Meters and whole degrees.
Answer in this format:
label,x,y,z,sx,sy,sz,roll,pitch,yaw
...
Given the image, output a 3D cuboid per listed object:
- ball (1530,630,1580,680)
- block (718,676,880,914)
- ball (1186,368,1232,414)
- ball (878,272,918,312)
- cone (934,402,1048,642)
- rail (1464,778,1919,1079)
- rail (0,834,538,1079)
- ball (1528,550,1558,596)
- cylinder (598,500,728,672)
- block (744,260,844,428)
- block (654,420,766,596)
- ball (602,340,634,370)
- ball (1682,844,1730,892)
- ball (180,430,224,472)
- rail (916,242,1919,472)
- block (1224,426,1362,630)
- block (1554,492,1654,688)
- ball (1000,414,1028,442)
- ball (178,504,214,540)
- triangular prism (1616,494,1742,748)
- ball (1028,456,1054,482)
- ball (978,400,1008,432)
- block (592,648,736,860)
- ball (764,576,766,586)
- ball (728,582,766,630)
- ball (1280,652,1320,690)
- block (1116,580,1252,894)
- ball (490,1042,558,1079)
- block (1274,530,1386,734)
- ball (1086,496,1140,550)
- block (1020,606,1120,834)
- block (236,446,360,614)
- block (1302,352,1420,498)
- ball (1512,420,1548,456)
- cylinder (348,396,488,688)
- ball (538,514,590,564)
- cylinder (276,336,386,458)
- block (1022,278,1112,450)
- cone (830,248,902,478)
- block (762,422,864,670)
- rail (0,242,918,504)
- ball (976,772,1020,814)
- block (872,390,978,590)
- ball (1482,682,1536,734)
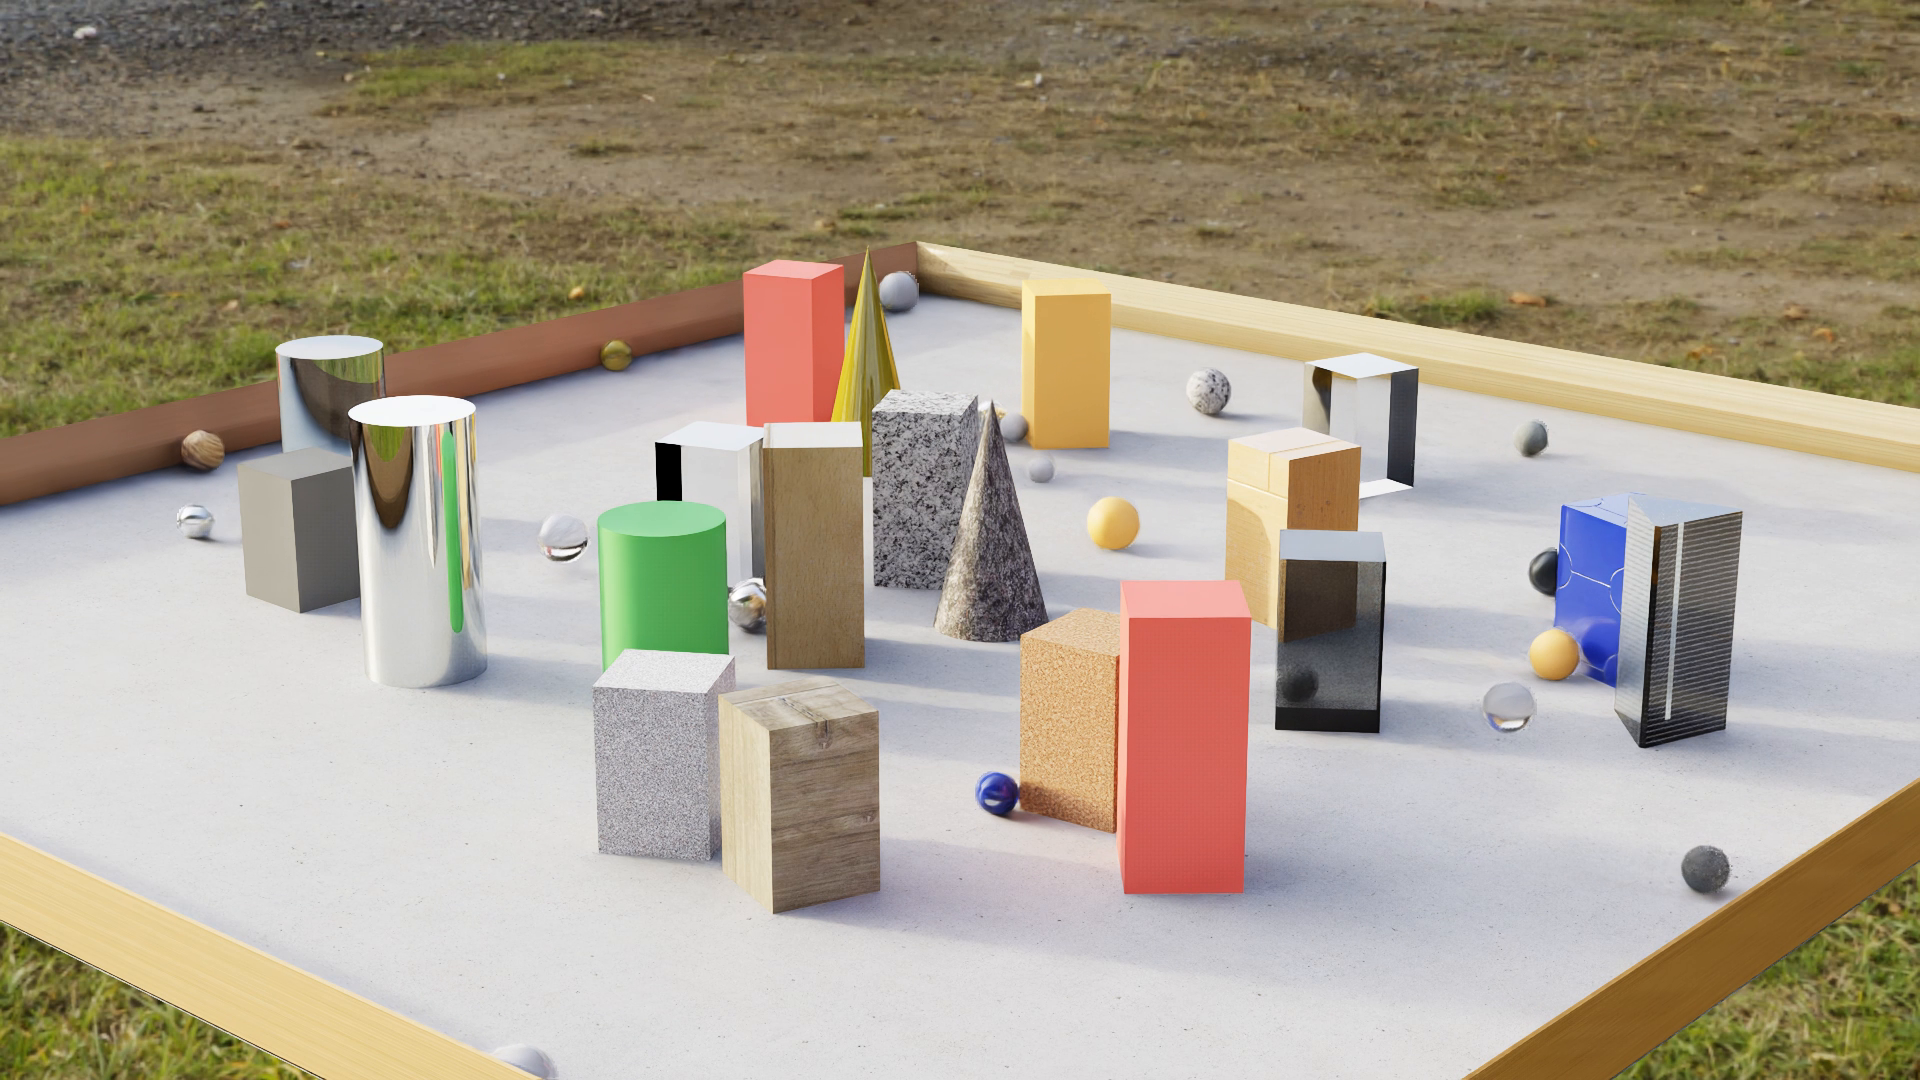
label,x,y,z,sx,sy,sz,roll,pitch,yaw
ball,0.955,0.184,4.705,0.080,0.080,0.080,0,17,0
block,-0.213,0.336,3.896,0.158,0.255,0.158,-9,19,-27
ball,0.538,-0.321,6.347,0.099,0.099,0.099,0,17,0
ball,-0.154,-0.621,7.344,0.099,0.099,0.099,0,17,0
cone,0.053,-0.047,4.924,0.198,0.396,0.198,0,17,0
rail,1.318,0.362,4.024,0.045,0.128,3.733,14,22,39
rail,-1.208,0.434,3.788,3.540,0.128,0.045,14,22,39
ball,1.033,0.057,5.125,0.079,0.079,0.079,0,17,0
cylinder,-0.460,0.111,4.563,0.198,0.301,0.198,0,17,0
block,-0.350,-0.408,6.220,0.158,0.338,0.158,7,18,22
block,-0.422,-0.048,5.126,0.158,0.279,0.158,7,18,21
ball,-0.787,-0.425,6.737,0.073,0.073,0.073,0,17,0
ball,0.991,0.436,3.894,0.064,0.064,0.064,0,17,0
ball,-1.527,-0.180,5.906,0.084,0.084,0.084,0,17,0
rail,1.208,-0.369,6.452,3.540,0.128,0.045,14,22,39
block,0.566,-0.020,4.997,0.158,0.301,0.158,-11,20,-32
block,1.076,0.079,4.731,0.158,0.266,0.158,-9,19,-28
ball,0.113,-0.235,6.128,0.060,0.060,0.060,0,17,0
ball,-1.420,-0.034,5.453,0.065,0.065,0.065,0,17,0
triangular prism,1.062,0.116,4.465,0.171,0.348,0.148,-10,19,-29
ball,0.162,-0.141,5.828,0.053,0.053,0.053,0,17,0
ball,0.068,-0.257,6.180,0.073,0.073,0.073,0,17,0
block,-0.405,0.295,4.052,0.158,0.243,0.158,3,17,10
ball,-0.323,0.073,5.139,0.042,0.042,0.042,0,17,0
ball,-0.352,0.111,4.944,0.081,0.081,0.081,0,17,0
ball,0.540,0.208,4.656,0.062,0.062,0.062,0,17,0
block,0.296,0.262,3.915,0.158,0.386,0.158,0,17,-1
ball,-0.495,0.608,3.281,0.089,0.089,0.089,0,17,0
block,0.568,0.139,4.517,0.158,0.274,0.158,2,17,5
ball,0.282,-0.032,5.390,0.097,0.097,0.097,0,17,0
block,0.195,0.253,4.159,0.158,0.261,0.158,12,20,34
block,-1.138,-0.019,5.106,0.158,0.237,0.158,15,22,40
block,0.787,-0.226,5.782,0.158,0.243,0.158,-11,20,-32
ball,1.172,-0.210,6.026,0.072,0.072,0.072,0,17,0
cylinder,-0.867,0.001,4.701,0.198,0.431,0.198,0,17,0
ball,-0.717,-0.003,5.302,0.092,0.092,0.092,0,17,0
cylinder,-1.181,-0.201,5.537,0.198,0.335,0.198,0,17,0
block,0.220,-0.368,6.111,0.158,0.325,0.158,-2,17,-8
cone,-0.183,-0.370,5.898,0.198,0.452,0.198,0,17,0
block,-0.238,0.008,4.782,0.158,0.372,0.158,-1,17,-3
rail,-1.318,-0.298,6.216,0.045,0.128,3.733,14,22,39
ball,0.054,0.359,4.156,0.060,0.060,0.060,0,17,0
block,-0.060,-0.089,5.196,0.158,0.319,0.158,3,17,11
ball,0.835,0.255,4.466,0.080,0.080,0.080,0,17,0
